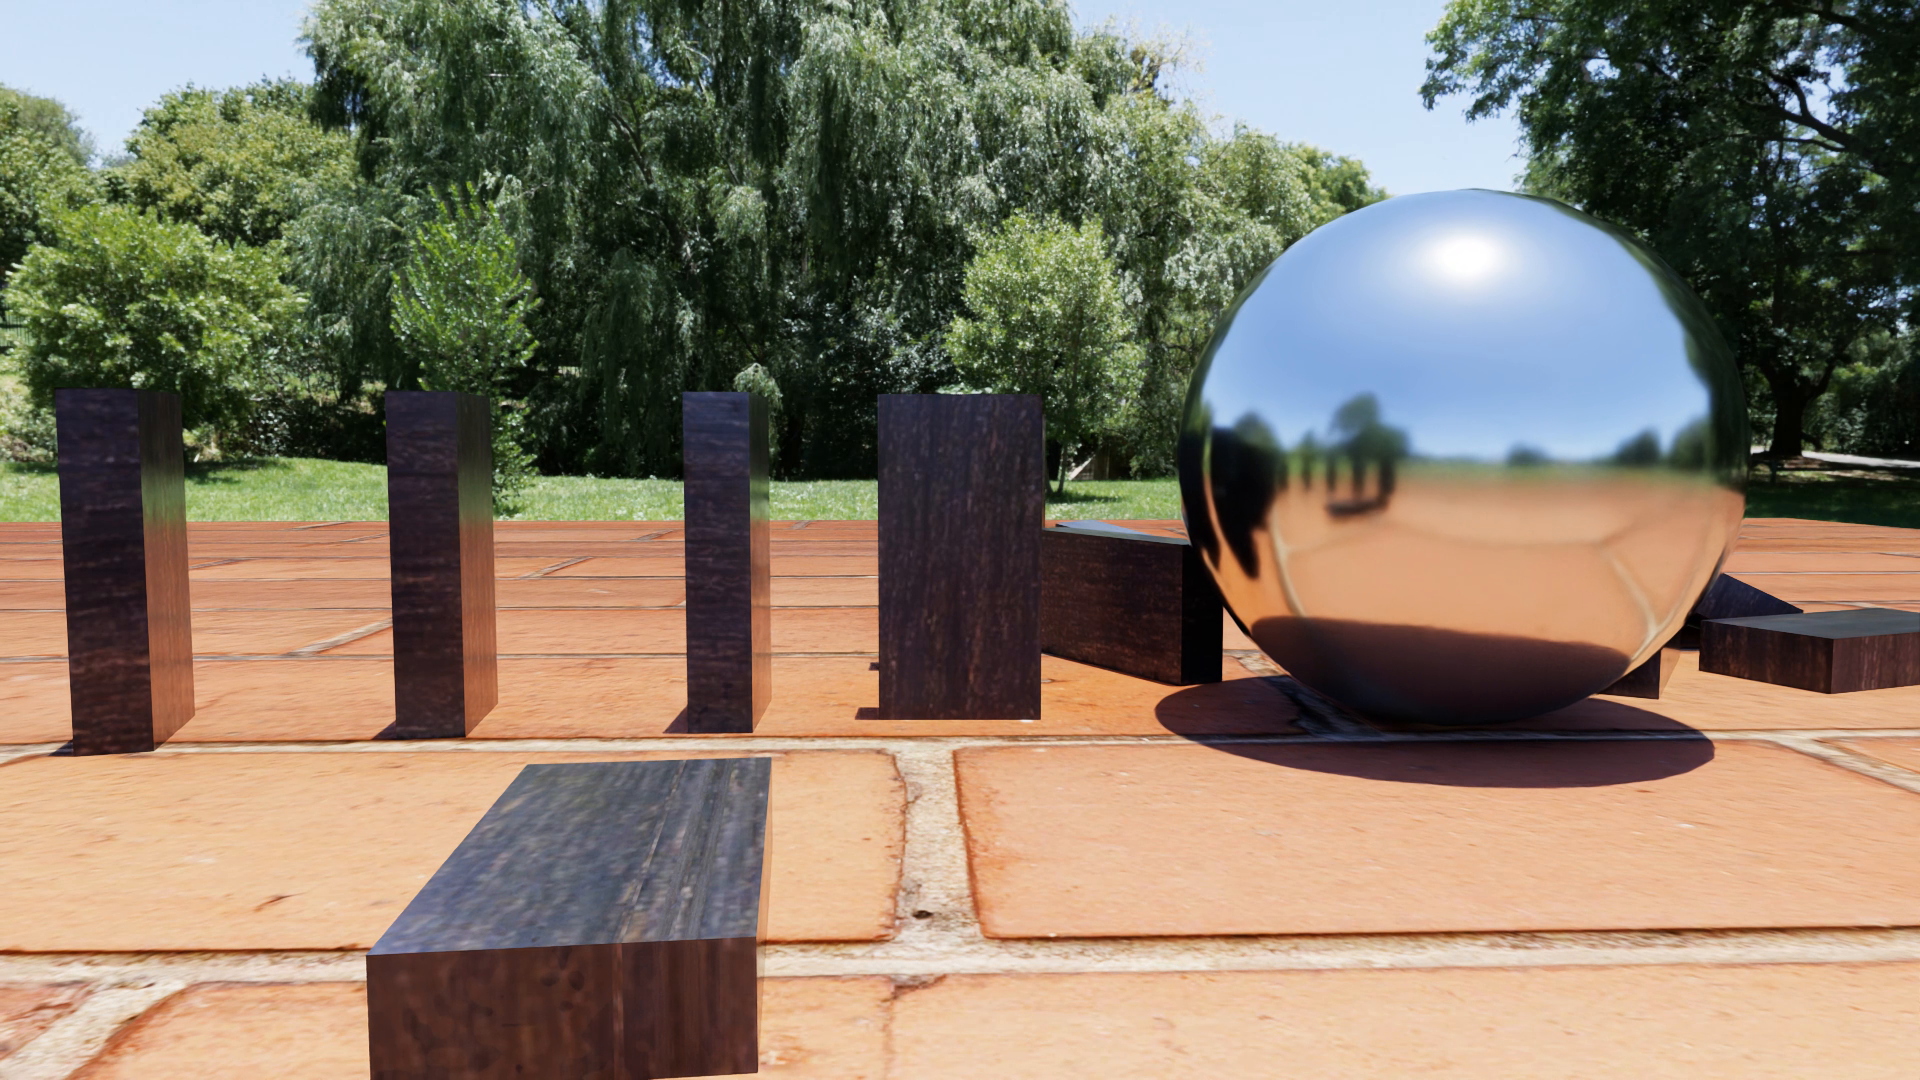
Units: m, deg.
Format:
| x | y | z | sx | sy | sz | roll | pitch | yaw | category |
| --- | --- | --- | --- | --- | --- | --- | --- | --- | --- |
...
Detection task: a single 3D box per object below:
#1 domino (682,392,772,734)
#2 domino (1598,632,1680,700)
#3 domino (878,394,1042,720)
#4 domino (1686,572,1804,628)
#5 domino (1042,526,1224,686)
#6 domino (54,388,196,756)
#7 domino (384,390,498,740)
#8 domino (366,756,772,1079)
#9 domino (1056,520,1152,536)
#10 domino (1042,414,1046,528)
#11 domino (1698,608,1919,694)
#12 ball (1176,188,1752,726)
| x | y | z | sx | sy | sz | roll | pitch | yaw | category |
| --- | --- | --- | --- | --- | --- | --- | --- | --- | --- |
| -0.036 | 0.003 | 0.199 | 0.009 | 0.050 | 0.025 | 0 | 4 | -2 | domino |
| 0.119 | 0.020 | 0.241 | 0.025 | 0.010 | 0.050 | 3 | 5 | 33 | domino |
| 0.000 | 0.002 | 0.201 | 0.025 | 0.050 | 0.009 | 0 | 4 | 0 | domino |
| 0.160 | 0.011 | 0.287 | 0.025 | 0.010 | 0.050 | 25 | 6 | 2 | domino |
| 0.030 | 0.011 | 0.248 | 0.009 | 0.025 | 0.050 | -2 | 5 | -30 | domino |
| -0.120 | 0.004 | 0.186 | 0.010 | 0.050 | 0.025 | -2 | 5 | -19 | domino |
| -0.078 | 0.003 | 0.196 | 0.010 | 0.050 | 0.025 | -1 | 4 | -9 | domino |
| -0.029 | 0.030 | 0.110 | 0.025 | 0.009 | 0.050 | -1 | 4 | -7 | domino |
| 0.054 | 0.005 | 0.367 | 0.050 | 0.010 | 0.025 | 16 | 11 | 27 | domino |
| 0.009 | -0.007 | 0.328 | 0.025 | 0.050 | 0.009 | 1 | 4 | 16 | domino |
| 0.167 | 0.020 | 0.239 | 0.050 | 0.010 | 0.025 | -2 | 5 | -21 | domino |
| 0.073 | -0.012 | 0.195 | 0.080 | 0.080 | 0.080 | 0 | 4 | 0 | ball |
